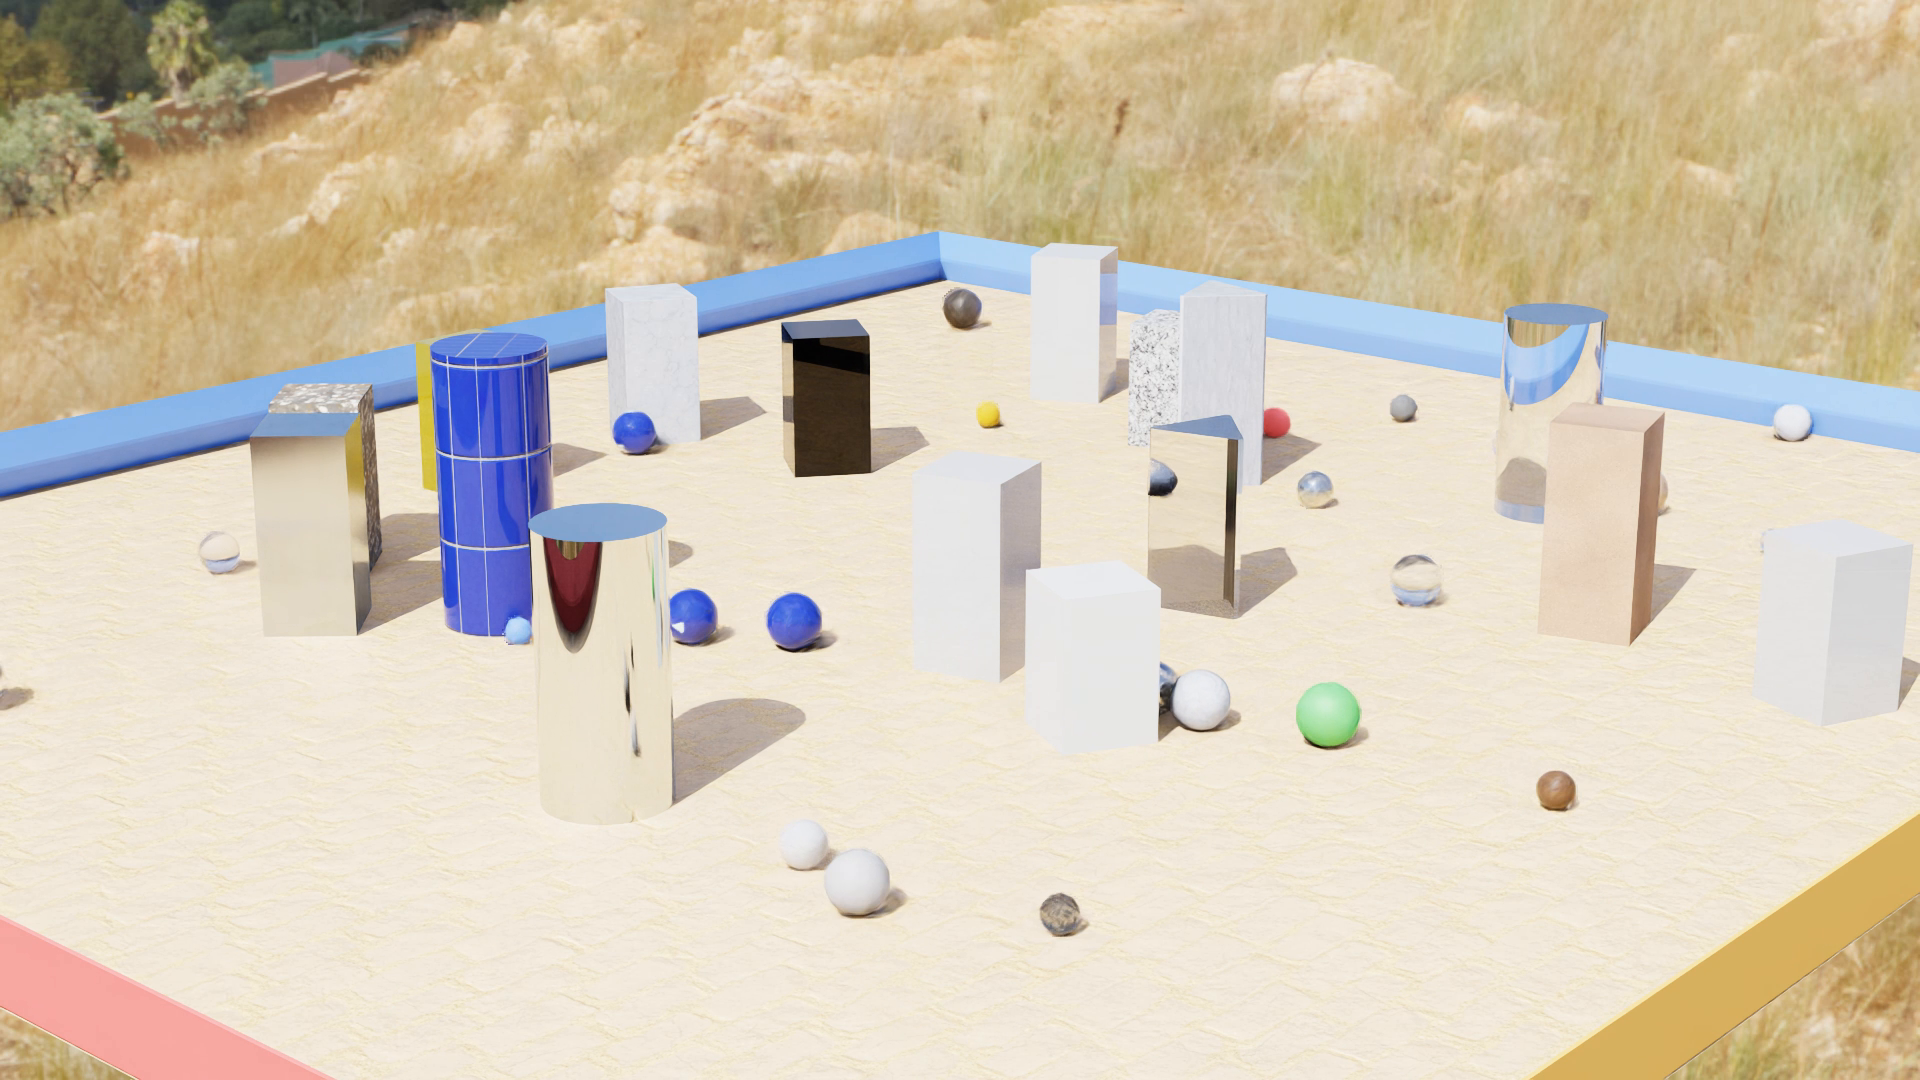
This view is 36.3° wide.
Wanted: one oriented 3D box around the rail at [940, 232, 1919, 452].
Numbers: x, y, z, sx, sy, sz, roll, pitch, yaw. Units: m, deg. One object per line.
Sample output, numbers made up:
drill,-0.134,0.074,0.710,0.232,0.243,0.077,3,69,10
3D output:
rail,1.301,-0.401,6.555,3.634,0.126,0.045,14,22,39

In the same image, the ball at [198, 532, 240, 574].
ball,-1.324,0.023,5.244,0.073,0.073,0.073,0,17,0

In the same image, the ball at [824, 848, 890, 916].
ball,-0.134,0.446,3.819,0.087,0.087,0.087,0,17,0

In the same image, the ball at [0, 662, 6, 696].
ball,-1.533,0.218,4.558,0.097,0.097,0.097,0,17,0

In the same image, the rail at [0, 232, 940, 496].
rail,-1.354,-0.308,6.246,0.045,0.126,4.016,14,22,39

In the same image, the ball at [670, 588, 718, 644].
ball,-0.447,0.127,4.867,0.092,0.092,0.092,0,17,0

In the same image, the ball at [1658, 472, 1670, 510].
ball,1.303,-0.094,5.591,0.096,0.096,0.096,0,17,0

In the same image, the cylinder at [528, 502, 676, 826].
cylinder,-0.505,0.174,4.151,0.194,0.416,0.194,0,17,0

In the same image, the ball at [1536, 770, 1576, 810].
ball,0.848,0.355,4.172,0.057,0.057,0.057,0,17,0

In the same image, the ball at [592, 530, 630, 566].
ball,-0.629,0.014,5.283,0.067,0.067,0.067,0,17,0

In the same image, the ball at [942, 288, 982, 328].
ball,0.006,-0.565,7.151,0.096,0.096,0.096,0,17,0

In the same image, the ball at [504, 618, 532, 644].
ball,-0.733,0.151,4.867,0.046,0.046,0.046,0,17,0

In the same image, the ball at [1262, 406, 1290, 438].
ball,0.661,-0.247,6.156,0.064,0.064,0.064,0,17,0

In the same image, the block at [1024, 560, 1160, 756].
block,0.199,0.176,4.438,0.155,0.245,0.155,-6,18,-19

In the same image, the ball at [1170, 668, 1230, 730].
ball,0.366,0.244,4.477,0.093,0.093,0.093,0,17,0

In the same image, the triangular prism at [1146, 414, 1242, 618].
triangular prism,0.431,-0.046,5.052,0.168,0.316,0.145,9,19,26

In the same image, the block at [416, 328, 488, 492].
block,-0.950,-0.246,5.750,0.155,0.296,0.155,14,21,38

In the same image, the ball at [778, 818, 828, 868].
ball,-0.213,0.411,3.967,0.069,0.069,0.069,0,17,0

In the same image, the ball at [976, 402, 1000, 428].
ball,0.060,-0.265,6.233,0.053,0.053,0.053,0,17,0

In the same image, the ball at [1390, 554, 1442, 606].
ball,0.787,0.069,5.061,0.091,0.091,0.091,0,17,0

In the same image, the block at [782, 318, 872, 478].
block,-0.270,-0.287,5.905,0.155,0.284,0.155,-3,17,-11

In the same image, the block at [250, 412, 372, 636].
block,-1.090,-0.027,4.934,0.155,0.347,0.155,0,17,-2

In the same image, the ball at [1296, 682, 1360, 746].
ball,0.553,0.262,4.409,0.097,0.097,0.097,0,17,0

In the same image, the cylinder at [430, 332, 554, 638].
cylinder,-0.781,-0.094,4.928,0.194,0.479,0.194,0,17,0

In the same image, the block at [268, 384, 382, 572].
block,-1.135,-0.108,5.255,0.155,0.317,0.155,0,17,-1

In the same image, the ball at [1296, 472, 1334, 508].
ball,0.684,-0.097,5.647,0.071,0.071,0.071,0,17,0

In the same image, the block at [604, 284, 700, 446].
block,-0.642,-0.366,6.128,0.155,0.307,0.155,-6,18,-20

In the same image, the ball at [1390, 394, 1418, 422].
ball,0.950,-0.282,6.281,0.058,0.058,0.058,0,17,0

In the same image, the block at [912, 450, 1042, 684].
block,0.028,0.041,4.738,0.155,0.330,0.155,8,19,25

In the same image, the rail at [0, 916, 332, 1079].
rail,-1.301,0.464,3.686,3.634,0.126,0.045,14,22,39

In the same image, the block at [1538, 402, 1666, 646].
block,1.072,-0.028,4.906,0.155,0.366,0.155,8,18,24

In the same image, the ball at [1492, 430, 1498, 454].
ball,1.121,-0.195,5.953,0.080,0.080,0.080,0,17,0

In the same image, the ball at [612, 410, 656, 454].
ball,-0.670,-0.221,6.023,0.090,0.090,0.090,0,17,0

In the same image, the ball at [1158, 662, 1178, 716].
ball,0.299,0.229,4.536,0.086,0.086,0.086,0,17,0

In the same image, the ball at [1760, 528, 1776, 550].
ball,1.484,0.003,5.352,0.048,0.048,0.048,0,17,0

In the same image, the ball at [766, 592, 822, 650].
ball,-0.274,0.134,4.838,0.095,0.095,0.095,0,17,0

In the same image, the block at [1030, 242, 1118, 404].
block,0.253,-0.480,6.482,0.155,0.321,0.155,5,18,17

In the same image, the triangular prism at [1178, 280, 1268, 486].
triangular prism,0.506,-0.312,5.815,0.168,0.384,0.145,-2,17,-5

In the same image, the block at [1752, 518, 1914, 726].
block,1.355,0.126,4.556,0.155,0.272,0.155,-8,19,-25

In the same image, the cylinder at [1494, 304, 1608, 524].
cylinder,1.124,-0.242,5.580,0.194,0.385,0.194,0,17,0

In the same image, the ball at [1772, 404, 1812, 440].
ball,1.739,-0.246,6.129,0.077,0.077,0.077,0,17,0

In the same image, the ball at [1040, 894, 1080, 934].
ball,0.129,0.480,3.764,0.053,0.053,0.053,0,17,0

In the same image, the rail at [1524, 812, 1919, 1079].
rail,1.354,0.371,3.995,0.045,0.126,4.016,14,22,39

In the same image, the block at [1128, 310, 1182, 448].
block,0.451,-0.332,6.101,0.155,0.258,0.155,7,18,22
